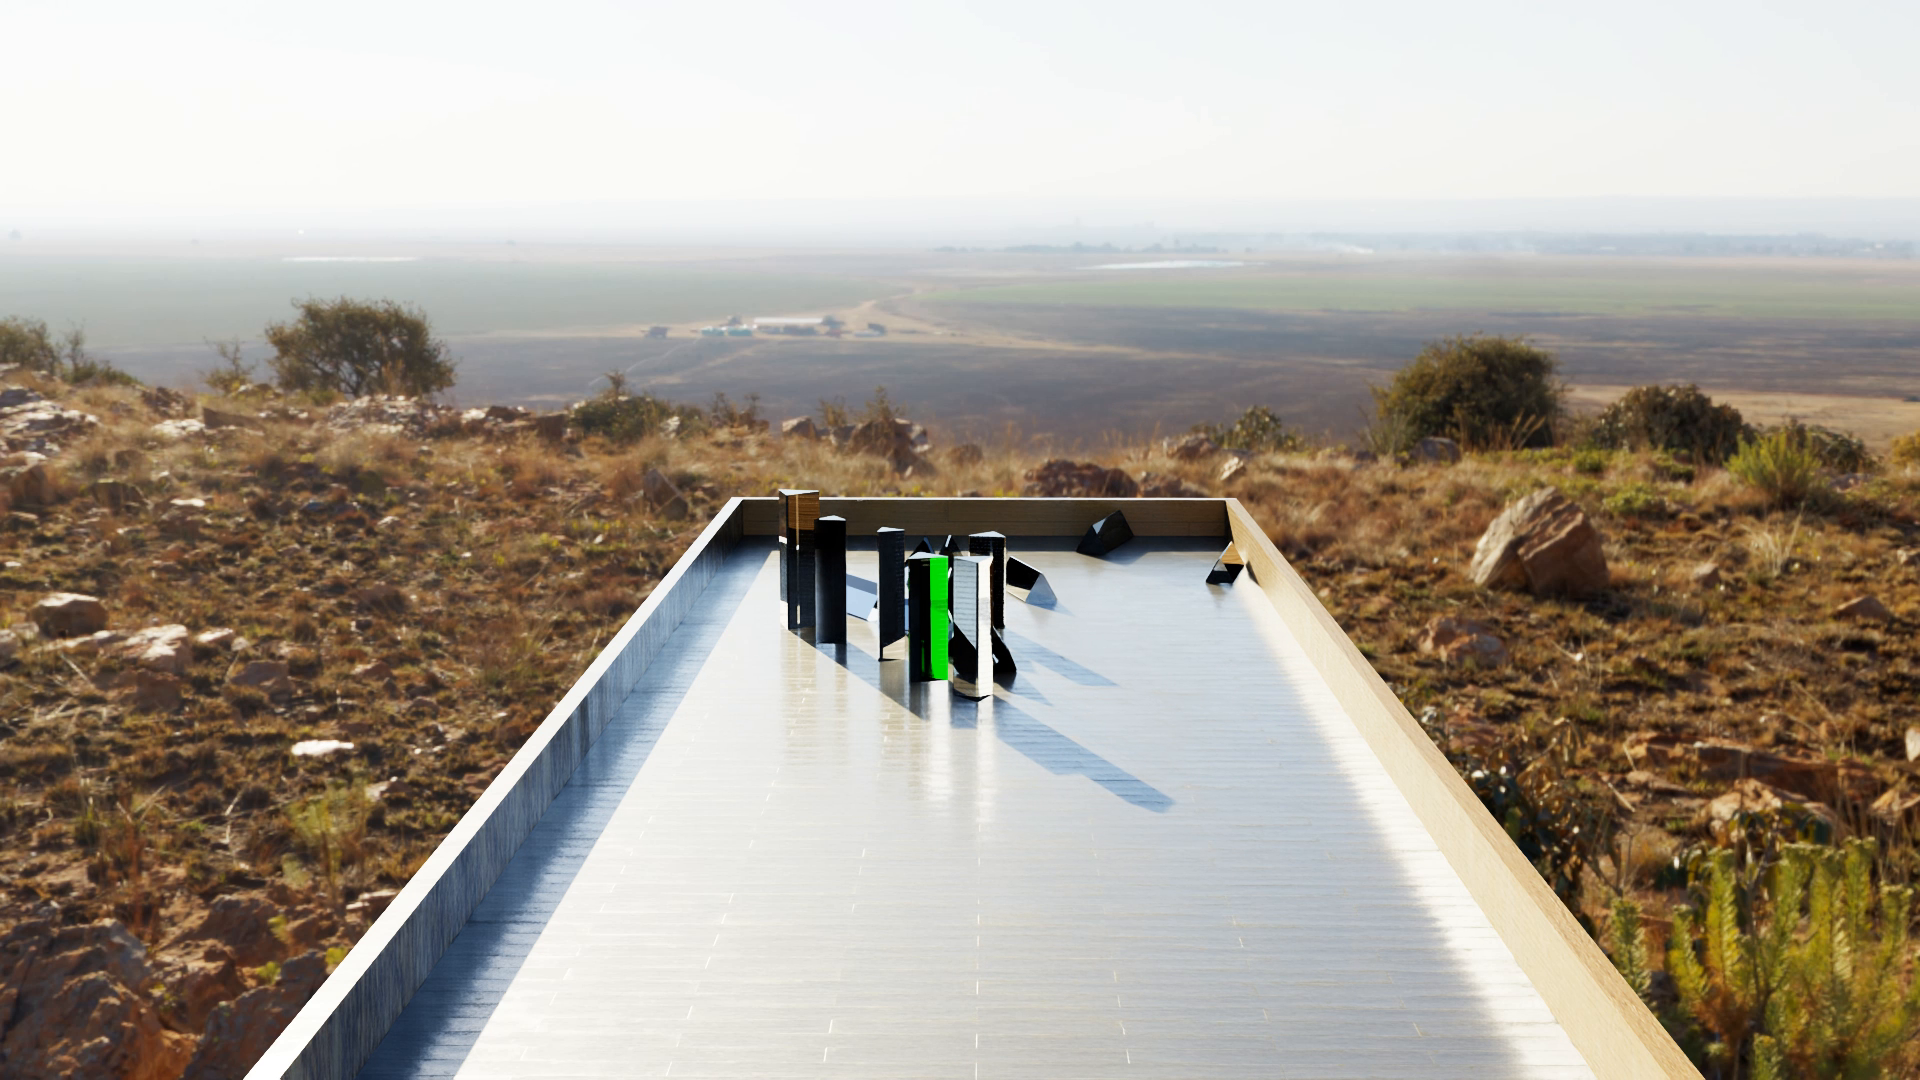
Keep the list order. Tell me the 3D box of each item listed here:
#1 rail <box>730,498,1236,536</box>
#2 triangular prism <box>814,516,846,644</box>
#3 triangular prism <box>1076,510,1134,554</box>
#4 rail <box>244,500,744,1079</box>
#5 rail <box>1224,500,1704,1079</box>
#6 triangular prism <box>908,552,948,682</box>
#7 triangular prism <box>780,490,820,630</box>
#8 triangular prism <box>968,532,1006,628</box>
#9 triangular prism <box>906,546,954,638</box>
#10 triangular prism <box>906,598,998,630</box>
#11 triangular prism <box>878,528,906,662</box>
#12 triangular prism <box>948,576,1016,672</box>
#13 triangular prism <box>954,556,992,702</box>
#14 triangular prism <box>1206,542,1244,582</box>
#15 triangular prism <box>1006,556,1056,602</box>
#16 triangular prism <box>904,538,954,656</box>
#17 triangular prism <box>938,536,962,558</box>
[{"bbox_3d":[0.099,-0.098,9.147,2.100,0.150,0.050,0,9,1],"label":"rail"},{"bbox_3d":[-0.403,0.125,6.956,0.099,0.396,0.086,1,9,5],"label":"triangular prism"},{"bbox_3d":[0.589,-0.038,8.885,0.125,0.108,0.456,3,10,18],"label":"triangular prism"},{"bbox_3d":[-1.004,0.839,3.234,0.050,0.150,12.000,0,9,1],"label":"rail"},{"bbox_3d":[1.046,0.843,3.208,0.050,0.150,12.000,0,9,1],"label":"rail"},{"bbox_3d":[-0.105,0.224,6.431,0.118,0.366,0.102,-2,9,-15],"label":"triangular prism"},{"bbox_3d":[-0.551,0.060,7.216,0.138,0.444,0.120,-9,13,-44],"label":"triangular prism"},{"bbox_3d":[0.099,0.130,7.220,0.121,0.304,0.105,2,9,12],"label":"triangular prism"},{"bbox_3d":[-0.082,0.166,7.104,0.115,0.100,0.343,3,40,15],"label":"triangular prism"},{"bbox_3d":[-0.044,0.242,7.155,0.318,0.096,0.111,2,9,14],"label":"triangular prism"},{"bbox_3d":[-0.221,0.164,6.694,0.087,0.400,0.075,-4,10,-22],"label":"triangular prism"},{"bbox_3d":[0.059,0.243,6.642,0.095,0.082,0.394,-4,38,-26],"label":"triangular prism"},{"bbox_3d":[0.054,0.246,6.191,0.097,0.396,0.112,-7,11,-36],"label":"triangular prism"},{"bbox_3d":[0.991,0.081,8.202,0.102,0.088,0.396,2,9,13],"label":"triangular prism"},{"bbox_3d":[0.234,0.135,7.814,0.117,0.101,0.358,-2,9,-16],"label":"triangular prism"},{"bbox_3d":[-0.055,0.173,6.892,0.143,0.124,0.442,-3,37,-18],"label":"triangular prism"},{"bbox_3d":[-0.049,0.069,8.213,0.124,0.108,0.440,0,9,3],"label":"triangular prism"}]
